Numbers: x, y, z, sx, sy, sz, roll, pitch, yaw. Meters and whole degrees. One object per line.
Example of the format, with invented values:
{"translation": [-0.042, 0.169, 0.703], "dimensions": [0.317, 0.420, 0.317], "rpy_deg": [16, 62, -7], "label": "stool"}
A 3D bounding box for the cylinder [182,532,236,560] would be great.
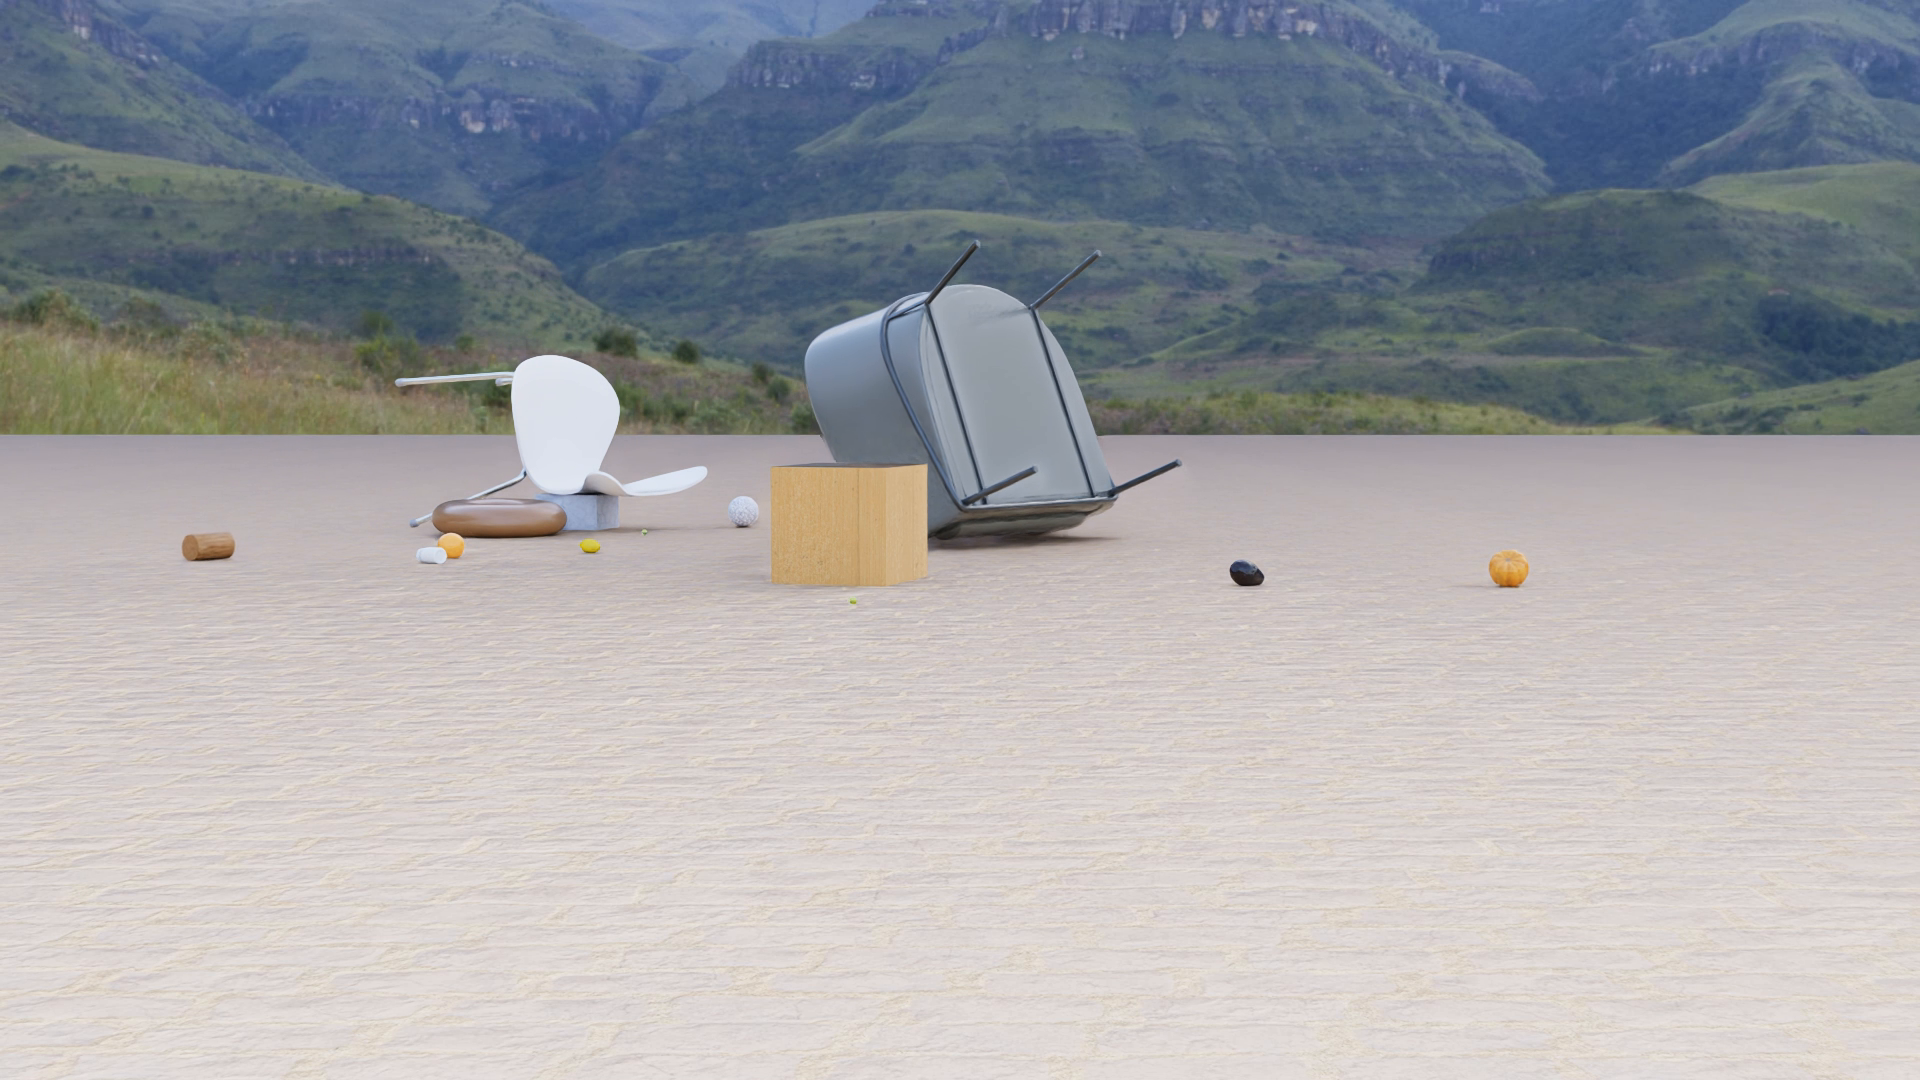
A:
{"translation": [-1.980, 0.017, 5.794], "dimensions": [0.074, 0.068, 0.112], "rpy_deg": [-36, -17, 31], "label": "cylinder"}

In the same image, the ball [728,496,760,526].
{"translation": [-0.705, -0.093, 7.161], "dimensions": [0.101, 0.101, 0.101], "rpy_deg": [0, 4, 0], "label": "ball"}

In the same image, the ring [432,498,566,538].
{"translation": [-1.423, -0.068, 6.792], "dimensions": [0.441, 0.105, 0.373], "rpy_deg": [3, 6, 31], "label": "ring"}

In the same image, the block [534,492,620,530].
{"translation": [-1.237, -0.095, 7.107], "dimensions": [0.213, 0.112, 0.173], "rpy_deg": [1, 4, 15], "label": "block"}

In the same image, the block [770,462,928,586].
{"translation": [-0.258, -0.041, 5.175], "dimensions": [0.283, 0.270, 0.283], "rpy_deg": [1, 4, 19], "label": "block"}
